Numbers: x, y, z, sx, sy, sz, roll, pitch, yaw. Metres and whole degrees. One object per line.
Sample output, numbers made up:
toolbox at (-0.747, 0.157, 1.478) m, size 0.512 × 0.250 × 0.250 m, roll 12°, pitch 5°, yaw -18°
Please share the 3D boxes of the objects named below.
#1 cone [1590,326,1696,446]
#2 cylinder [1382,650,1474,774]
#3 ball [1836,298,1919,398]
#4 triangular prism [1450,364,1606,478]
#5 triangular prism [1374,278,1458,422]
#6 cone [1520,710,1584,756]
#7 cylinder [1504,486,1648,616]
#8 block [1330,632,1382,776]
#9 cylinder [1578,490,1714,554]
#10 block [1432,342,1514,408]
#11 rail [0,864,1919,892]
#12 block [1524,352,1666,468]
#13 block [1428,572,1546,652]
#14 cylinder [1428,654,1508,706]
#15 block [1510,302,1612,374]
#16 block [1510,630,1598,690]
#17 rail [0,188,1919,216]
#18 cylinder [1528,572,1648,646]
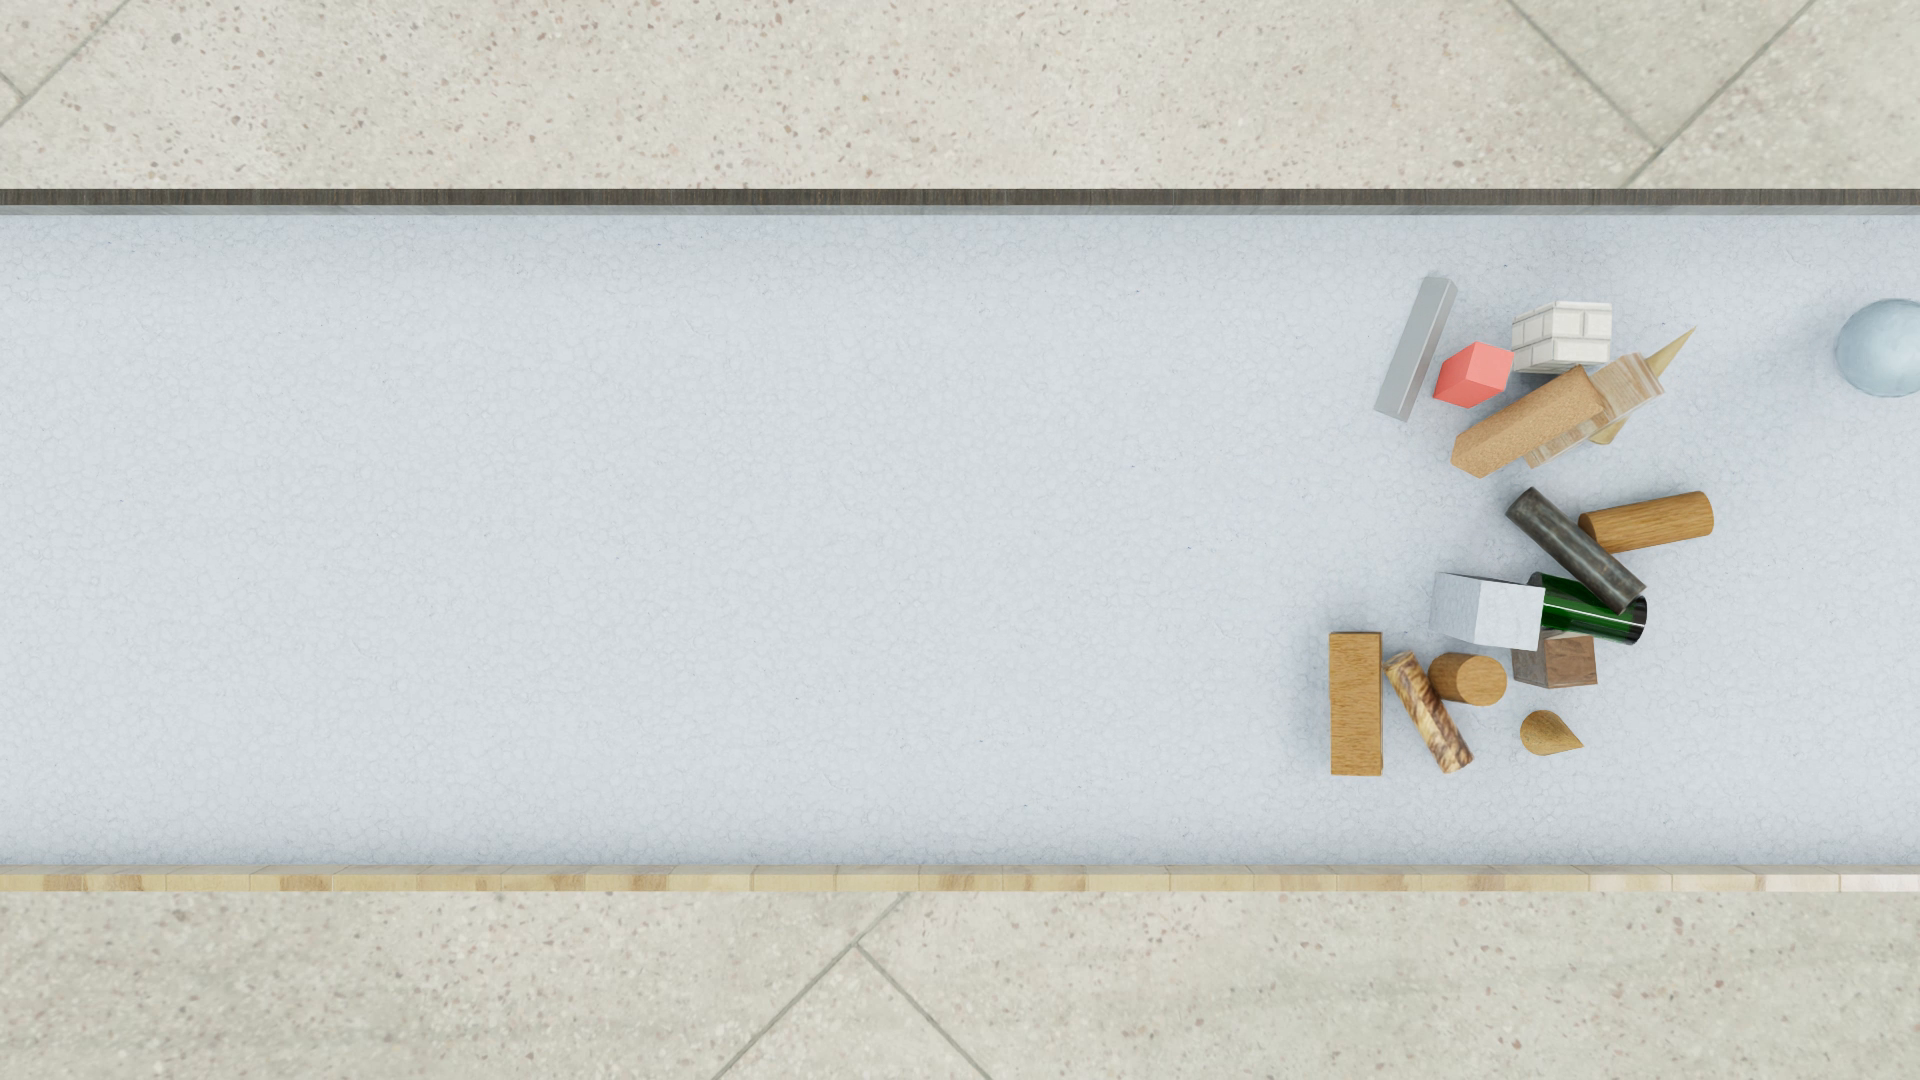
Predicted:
cone at (2.013, -0.482, 4.859) m, size 0.156 × 0.459 × 0.156 m, roll 15°, pitch 48°, yaw -18°
cylinder at (1.424, 0.523, 5.024) m, size 0.105 × 0.105 × 0.374 m, roll -30°, pitch 90°, yaw 0°
ball at (2.784, -0.572, 4.929) m, size 0.295 × 0.295 × 0.295 m, roll 0°, pitch 90°, yaw 0°
triangular prism at (1.656, -0.338, 4.871) m, size 0.438 × 0.129 × 0.148 m, roll -35°, pitch 76°, yaw 41°
triangular prism at (1.402, -0.584, 5.026) m, size 0.110 × 0.095 × 0.438 m, roll 21°, pitch 90°, yaw 0°
cone at (1.794, 0.594, 4.906) m, size 0.141 × 0.341 × 0.141 m, roll 0°, pitch 90°, yaw 0°
cylinder at (1.843, 0.031, 4.942) m, size 0.119 × 0.119 × 0.441 m, roll -43°, pitch 69°, yaw 0°
block at (1.197, 0.492, 4.987) m, size 0.145 × 0.145 × 0.422 m, roll -1°, pitch 90°, yaw 16°
cylinder at (2.080, -0.048, 5.007) m, size 0.357 × 0.139 × 0.139 m, roll -11°, pitch 90°, yaw 0°
block at (1.526, -0.488, 4.913) m, size 0.116 × 0.316 × 0.116 m, roll 17°, pitch 85°, yaw 1°
rail at (-2.247, 1.025, 5.001) m, size 12.000 × 0.150 × 0.050 m, roll 0°, pitch 90°, yaw 0°
block at (1.849, -0.381, 4.879) m, size 0.407 × 0.142 × 0.142 m, roll -38°, pitch 74°, yaw 40°
block at (1.538, 0.204, 4.844) m, size 0.178 × 0.458 × 0.178 m, roll 7°, pitch 92°, yaw 0°
cylinder at (1.506, 0.414, 4.909) m, size 0.146 × 0.327 × 0.146 m, roll 0°, pitch 87°, yaw 2°
block at (1.782, -0.597, 4.901) m, size 0.168 × 0.351 × 0.168 m, roll 3°, pitch 90°, yaw 0°
block at (1.769, 0.354, 4.926) m, size 0.143 × 0.301 × 0.143 m, roll -6°, pitch 90°, yaw 0°
rail at (-2.247, -1.025, 5.002) m, size 12.000 × 0.150 × 0.050 m, roll 0°, pitch 90°, yaw 0°
cylinder at (1.889, 0.208, 4.998) m, size 0.322 × 0.158 × 0.158 m, roll 13°, pitch 90°, yaw 0°
